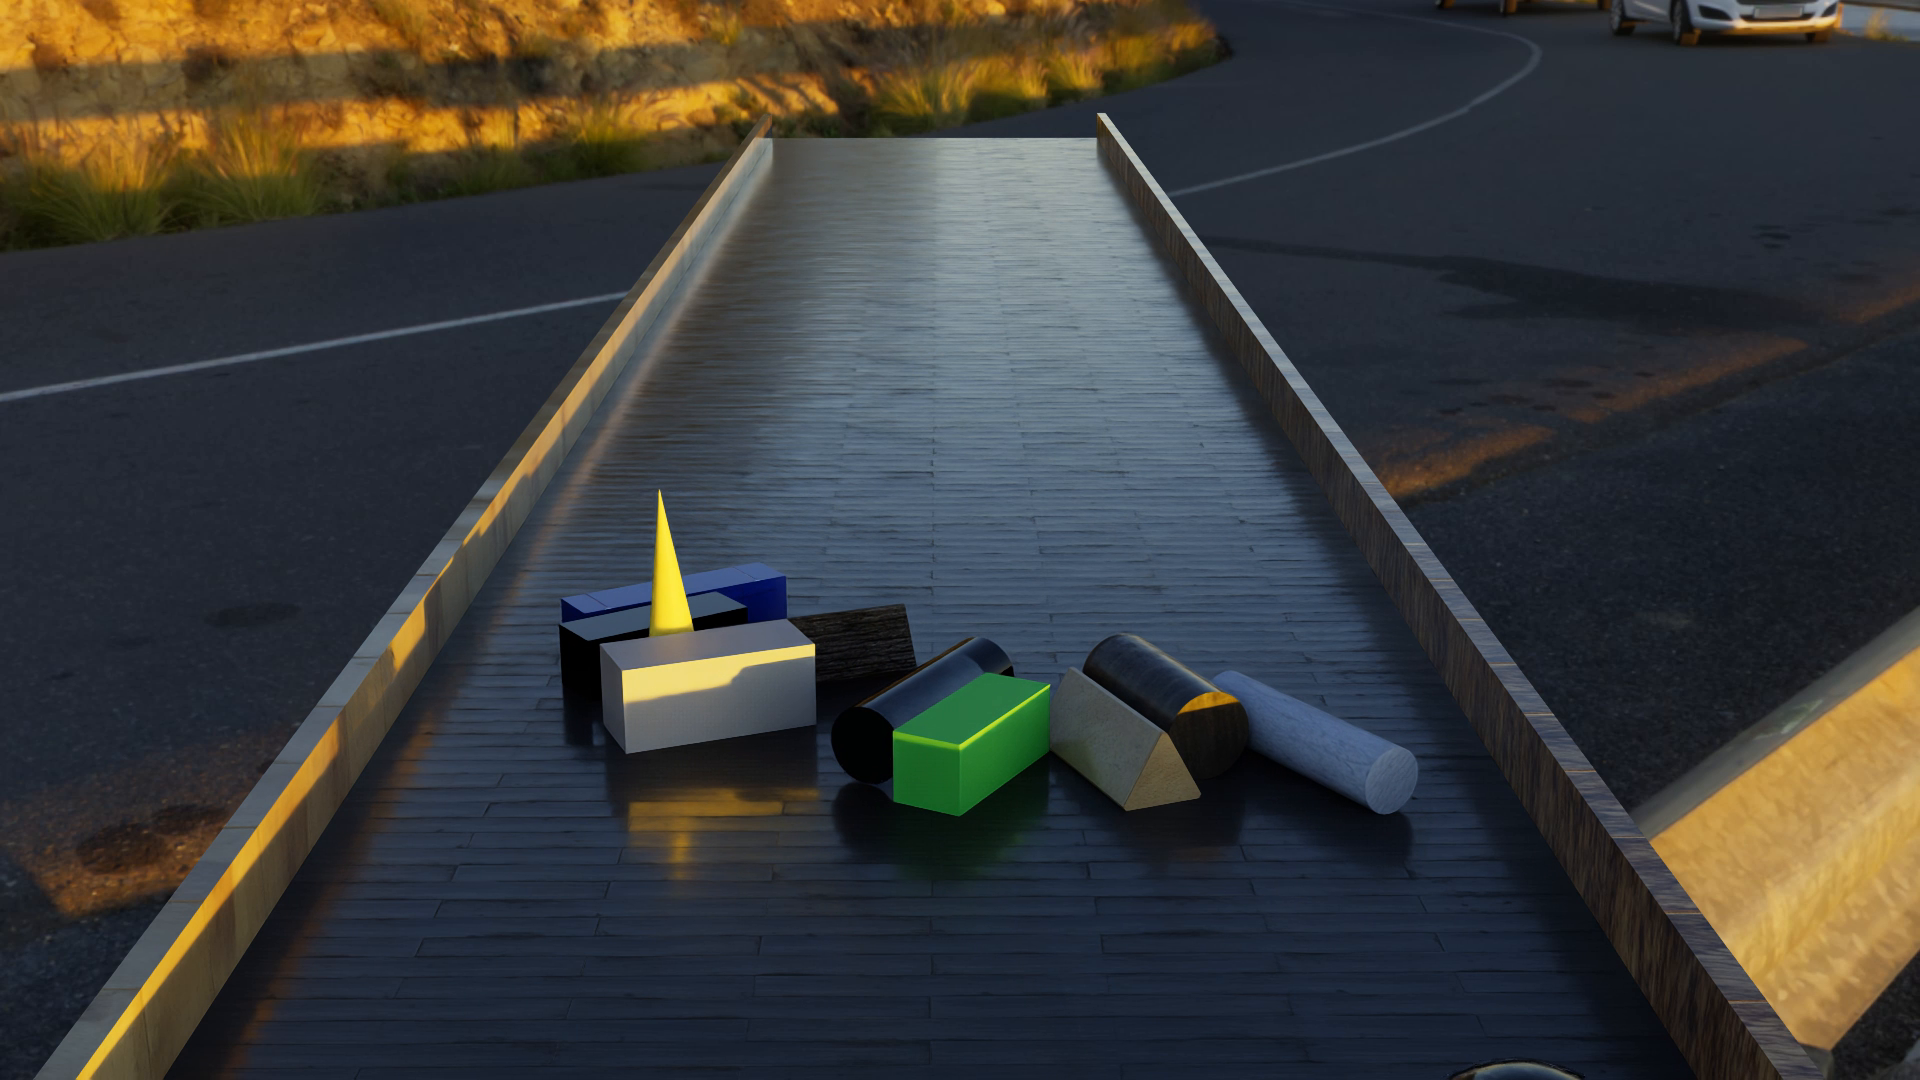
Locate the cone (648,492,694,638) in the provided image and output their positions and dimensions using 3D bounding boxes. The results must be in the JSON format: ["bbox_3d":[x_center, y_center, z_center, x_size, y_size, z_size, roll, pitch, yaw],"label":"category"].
[{"bbox_3d":[-0.550,0.103,4.150,0.125,0.411,0.125,-3,15,1],"label":"cone"}]

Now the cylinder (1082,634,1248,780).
[{"bbox_3d":[0.364,0.295,3.956,0.160,0.160,0.337,-7,18,-22],"label":"cylinder"}]

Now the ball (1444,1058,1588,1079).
[{"bbox_3d":[0.603,0.704,2.357,0.288,0.288,0.288,0,17,0],"label":"ball"}]

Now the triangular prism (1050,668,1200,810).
[{"bbox_3d":[0.273,0.337,3.859,0.146,0.126,0.356,-7,18,-22],"label":"triangular prism"}]

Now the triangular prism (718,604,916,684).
[{"bbox_3d":[-0.296,0.205,4.316,0.400,0.119,0.138,-7,17,-21],"label":"triangular prism"}]

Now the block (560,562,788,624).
[{"bbox_3d":[-0.583,0.151,4.516,0.453,0.116,0.116,-11,20,-32],"label":"block"}]

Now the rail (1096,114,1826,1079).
[{"bbox_3d":[0.932,-0.844,7.801,0.050,0.150,12.000,0,17,-1],"label":"rail"}]

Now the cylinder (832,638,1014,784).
[{"bbox_3d":[-0.061,0.302,3.964,0.141,0.141,0.418,9,19,28],"label":"cylinder"}]

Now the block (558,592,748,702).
[{"bbox_3d":[-0.598,0.206,4.317,0.348,0.123,0.123,-12,20,-34],"label":"block"}]

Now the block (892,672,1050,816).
[{"bbox_3d":[0.024,0.350,3.823,0.129,0.129,0.331,9,19,28],"label":"block"}]

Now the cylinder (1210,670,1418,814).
[{"bbox_3d":[0.603,0.349,3.848,0.118,0.118,0.442,-10,19,-31],"label":"cylinder"}]

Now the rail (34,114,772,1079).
[{"bbox_3d":[-1.118,-0.838,7.780,0.050,0.150,12.000,0,17,-1],"label":"rail"}]

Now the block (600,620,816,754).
[{"bbox_3d":[-0.464,0.266,4.055,0.362,0.158,0.158,-7,18,-22],"label":"block"}]
